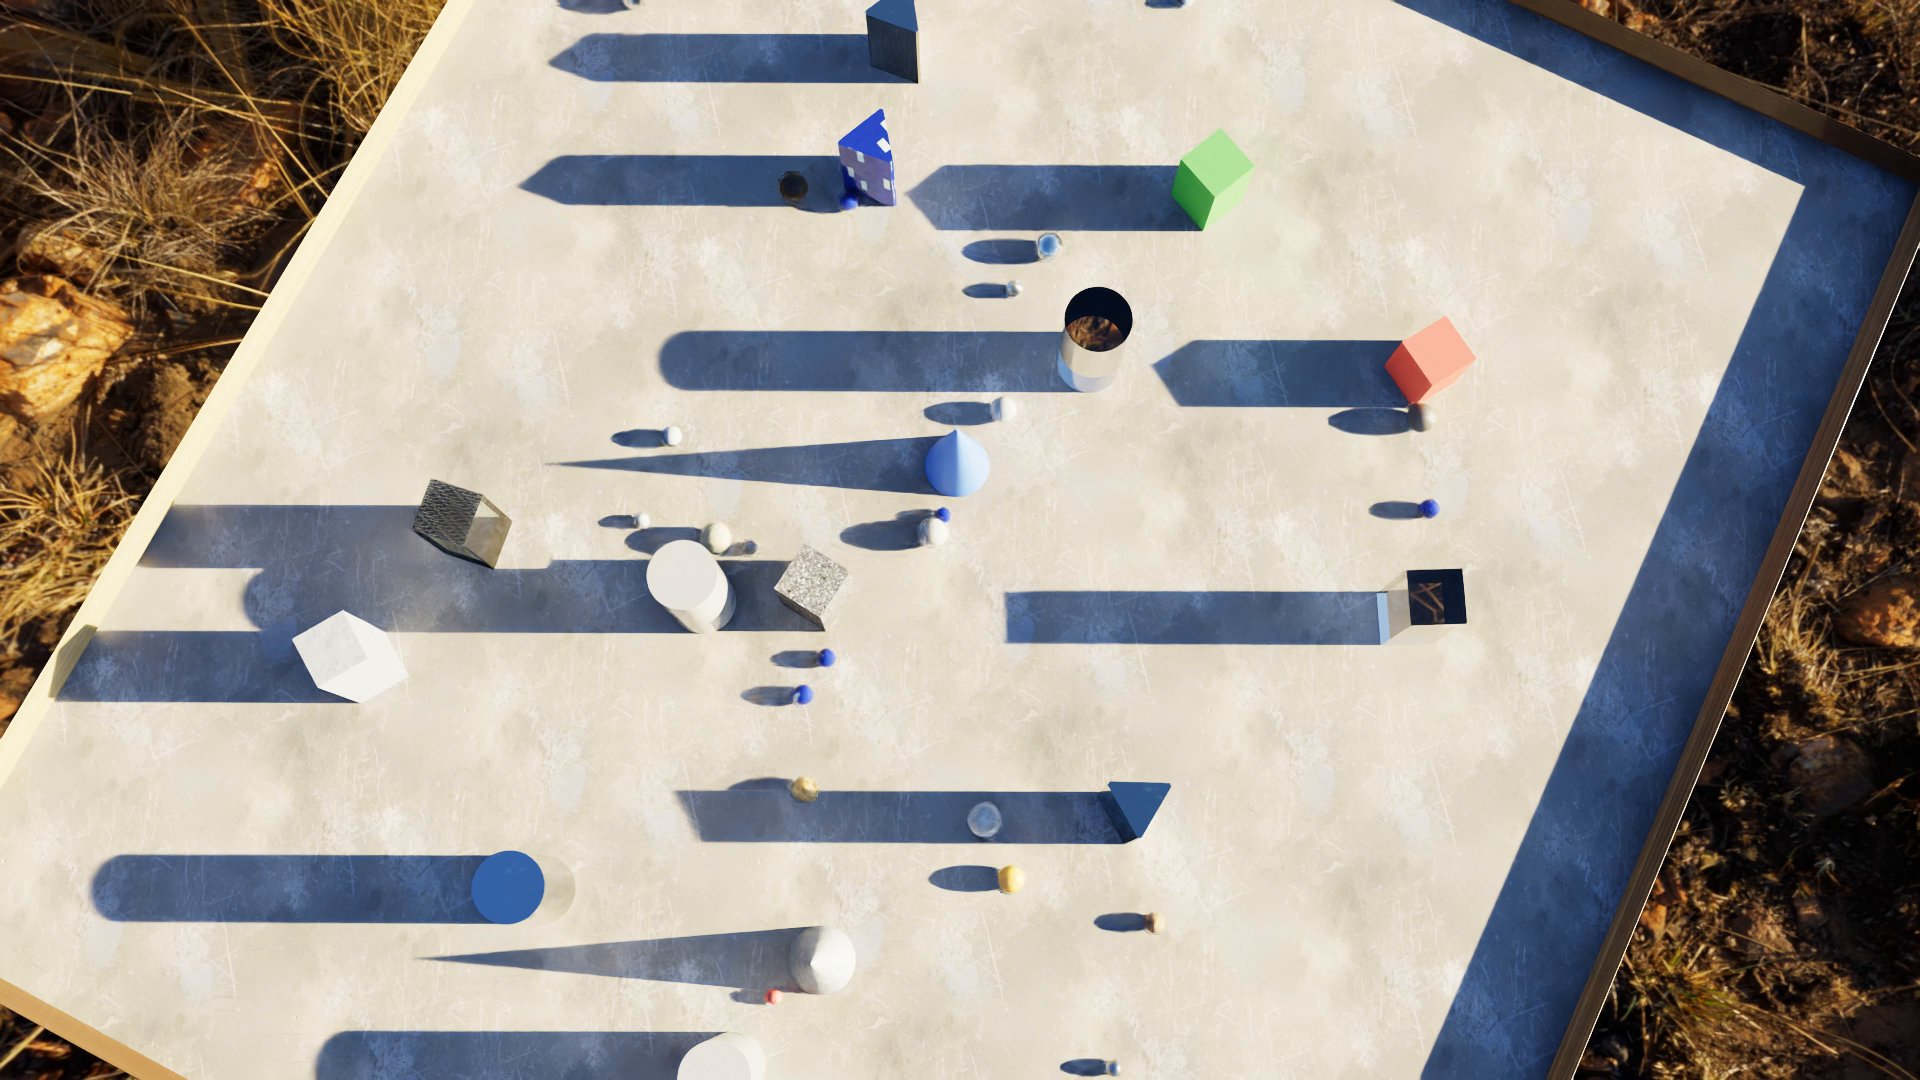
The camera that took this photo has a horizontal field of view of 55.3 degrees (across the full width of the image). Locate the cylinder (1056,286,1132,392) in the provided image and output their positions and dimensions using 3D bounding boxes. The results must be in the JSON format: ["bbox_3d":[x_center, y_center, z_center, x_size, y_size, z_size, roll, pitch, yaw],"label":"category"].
[{"bbox_3d":[0.403,-0.599,5.527,0.200,0.418,0.200,0,78,0],"label":"cylinder"}]

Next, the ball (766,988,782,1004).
[{"bbox_3d":[-0.539,1.326,5.319,0.045,0.045,0.045,0,78,0],"label":"ball"}]

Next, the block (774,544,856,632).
[{"bbox_3d":[-0.429,0.143,5.451,0.160,0.265,0.160,32,80,6],"label":"block"}]

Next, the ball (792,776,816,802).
[{"bbox_3d":[-0.461,0.737,5.426,0.075,0.075,0.075,0,78,0],"label":"ball"}]

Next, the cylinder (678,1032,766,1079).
[{"bbox_3d":[-0.662,1.488,5.119,0.200,0.370,0.200,0,78,0],"label":"cylinder"}]

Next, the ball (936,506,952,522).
[{"bbox_3d":[-0.052,-0.077,5.607,0.049,0.049,0.049,0,78,0],"label":"ball"}]

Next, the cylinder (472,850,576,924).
[{"bbox_3d":[-1.233,0.989,5.201,0.200,0.413,0.200,0,78,0],"label":"cylinder"}]

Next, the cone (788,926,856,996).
[{"bbox_3d":[-0.405,1.189,5.165,0.200,0.403,0.200,0,78,0],"label":"cone"}]

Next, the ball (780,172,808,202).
[{"bbox_3d":[-0.527,-1.118,5.803,0.089,0.089,0.089,0,78,0],"label":"ball"}]

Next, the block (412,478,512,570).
[{"bbox_3d":[-1.475,-0.044,5.443,0.160,0.358,0.160,18,79,4],"label":"block"}]

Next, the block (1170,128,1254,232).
[{"bbox_3d":[0.783,-1.118,5.704,0.160,0.283,0.160,-39,81,-7],"label":"block"}]

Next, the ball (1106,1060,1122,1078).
[{"bbox_3d":[0.443,1.521,5.276,0.050,0.050,0.050,0,78,0],"label":"ball"}]

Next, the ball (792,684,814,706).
[{"bbox_3d":[-0.470,0.464,5.488,0.063,0.063,0.063,0,78,0],"label":"ball"}]

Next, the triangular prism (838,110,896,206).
[{"bbox_3d":[-0.261,-1.198,5.686,0.173,0.349,0.150,19,79,4],"label":"triangular prism"}]

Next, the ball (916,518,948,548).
[{"bbox_3d":[-0.084,-0.022,5.573,0.094,0.094,0.094,0,78,0],"label":"ball"}]

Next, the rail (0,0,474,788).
[{"bbox_3d":[-1.985,-0.965,5.749,0.045,0.130,4.865,26,80,5],"label":"rail"}]

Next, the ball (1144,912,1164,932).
[{"bbox_3d":[0.568,1.118,5.355,0.059,0.059,0.059,0,78,0],"label":"ball"}]

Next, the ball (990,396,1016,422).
[{"bbox_3d":[0.131,-0.403,5.659,0.081,0.081,0.081,0,78,0],"label":"ball"}]

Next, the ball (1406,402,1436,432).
[{"bbox_3d":[1.422,-0.377,5.648,0.092,0.092,0.092,0,78,0],"label":"ball"}]

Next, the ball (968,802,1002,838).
[{"bbox_3d":[0.073,0.824,5.395,0.100,0.100,0.100,0,78,0],"label":"ball"}]

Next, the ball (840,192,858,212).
[{"bbox_3d":[-0.353,-1.073,5.808,0.060,0.060,0.060,0,78,0],"label":"ball"}]

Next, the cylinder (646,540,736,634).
[{"bbox_3d":[-0.781,0.142,5.364,0.200,0.438,0.200,0,78,0],"label":"cylinder"}]

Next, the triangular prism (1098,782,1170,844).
[{"bbox_3d":[0.473,0.750,5.247,0.150,0.420,0.173,31,80,6],"label":"triangular prism"}]

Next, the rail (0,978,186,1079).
[{"bbox_3d":[-1.077,2.116,5.111,4.485,0.130,0.045,26,80,5],"label":"rail"}]

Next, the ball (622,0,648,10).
[{"bbox_3d":[-1.054,-1.764,5.937,0.087,0.087,0.087,0,78,0],"label":"ball"}]

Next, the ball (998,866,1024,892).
[{"bbox_3d":[0.148,0.993,5.370,0.079,0.079,0.079,0,78,0],"label":"ball"}]

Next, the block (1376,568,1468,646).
[{"bbox_3d":[1.352,0.200,5.381,0.160,0.380,0.160,-2,78,0],"label":"block"}]

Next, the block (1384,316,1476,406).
[{"bbox_3d":[1.435,-0.543,5.605,0.160,0.244,0.160,-31,80,-6],"label":"block"}]

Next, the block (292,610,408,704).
[{"bbox_3d":[-1.773,0.345,5.348,0.160,0.386,0.160,-30,80,-6],"label":"block"}]

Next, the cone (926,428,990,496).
[{"bbox_3d":[-0.009,-0.274,5.451,0.200,0.436,0.200,0,78,0],"label":"cone"}]

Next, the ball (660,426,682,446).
[{"bbox_3d":[-0.890,-0.321,5.650,0.064,0.064,0.064,0,78,0],"label":"ball"}]

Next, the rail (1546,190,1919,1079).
[{"bbox_3d":[1.985,0.979,5.347,0.045,0.130,4.865,26,80,5],"label":"rail"}]

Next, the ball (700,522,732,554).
[{"bbox_3d":[-0.742,-0.007,5.570,0.095,0.095,0.095,0,78,0],"label":"ball"}]

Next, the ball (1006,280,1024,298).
[{"bbox_3d":[0.171,-0.790,5.752,0.055,0.055,0.055,0,78,0],"label":"ball"}]

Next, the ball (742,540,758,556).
[{"bbox_3d":[-0.640,0.023,5.588,0.046,0.046,0.046,0,78,0],"label":"ball"}]

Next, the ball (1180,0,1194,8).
[{"bbox_3d":[0.737,-1.756,5.957,0.045,0.045,0.045,0,78,0],"label":"ball"}]

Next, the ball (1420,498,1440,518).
[{"bbox_3d":[1.436,-0.096,5.605,0.061,0.061,0.061,0,78,0],"label":"ball"}]

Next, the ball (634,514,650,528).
[{"bbox_3d":[-0.973,-0.059,5.605,0.047,0.047,0.047,0,78,0],"label":"ball"}]

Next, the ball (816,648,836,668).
[{"bbox_3d":[-0.402,0.356,5.514,0.058,0.058,0.058,0,78,0],"label":"ball"}]

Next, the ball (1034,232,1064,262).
[{"bbox_3d":[0.281,-0.921,5.761,0.091,0.091,0.091,0,78,0],"label":"ball"}]

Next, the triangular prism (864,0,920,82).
[{"bbox_3d":[-0.182,-1.612,5.772,0.173,0.350,0.150,21,79,4],"label":"triangular prism"}]

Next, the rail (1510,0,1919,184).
[{"bbox_3d":[1.077,-2.103,5.985,4.485,0.130,0.045,26,80,5],"label":"rail"}]
